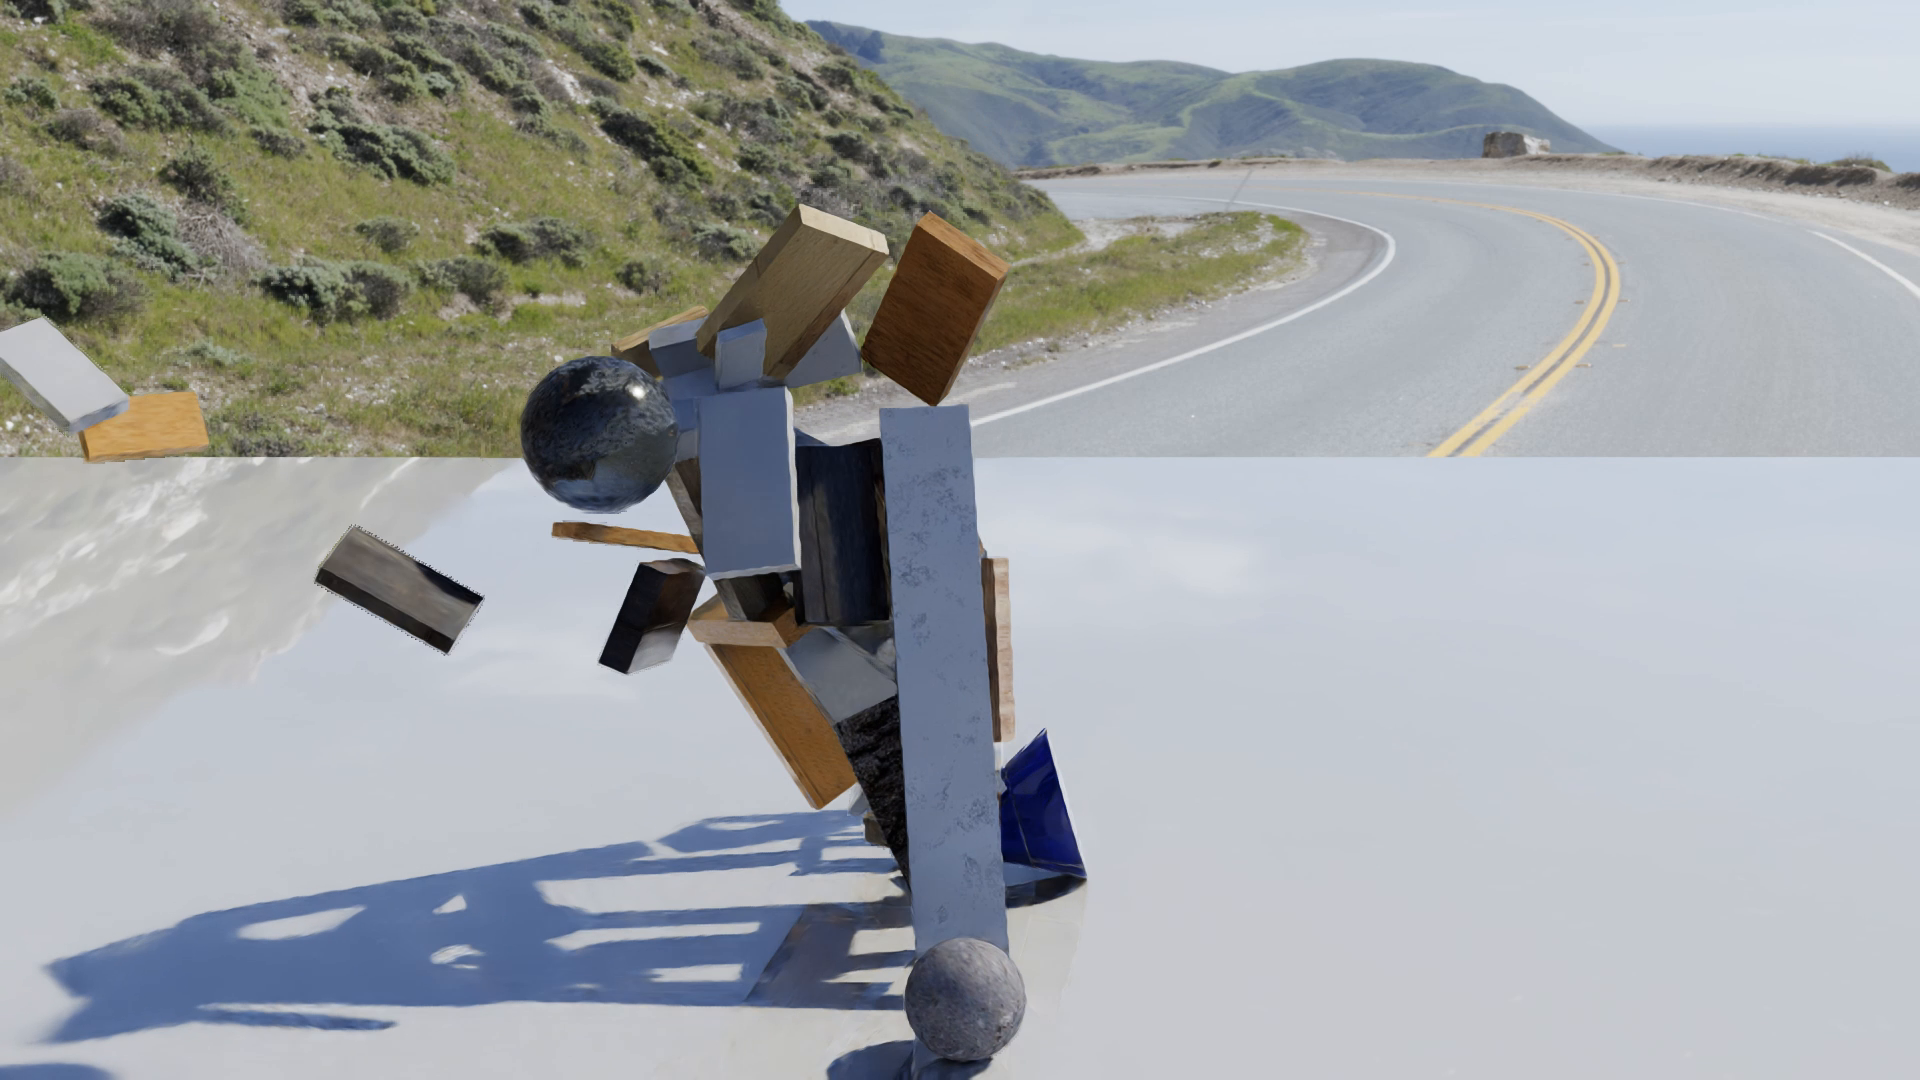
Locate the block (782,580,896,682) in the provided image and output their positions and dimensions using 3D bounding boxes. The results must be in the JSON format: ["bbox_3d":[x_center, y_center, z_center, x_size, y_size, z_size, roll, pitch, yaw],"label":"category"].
[{"bbox_3d":[-0.135,0.105,3.450,0.144,0.041,0.287,-42,48,-17],"label":"block"}]

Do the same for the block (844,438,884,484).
[{"bbox_3d":[-0.159,-0.120,3.476,0.146,0.073,0.021,-11,-37,21],"label":"block"}]

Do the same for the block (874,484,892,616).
[{"bbox_3d":[-0.137,0.017,3.407,0.103,0.206,0.029,-29,-16,4],"label":"block"}]

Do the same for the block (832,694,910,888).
[{"bbox_3d":[-0.065,0.379,3.307,0.144,0.287,0.041,-25,-8,-5],"label":"block"}]

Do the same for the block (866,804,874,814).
[{"bbox_3d":[-0.080,0.480,3.849,0.154,0.077,0.022,32,-5,-3],"label":"block"}]

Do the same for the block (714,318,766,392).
[{"bbox_3d":[-0.337,-0.283,3.372,0.073,0.021,0.146,-20,-21,-17],"label":"block"}]

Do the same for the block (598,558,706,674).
[{"bbox_3d":[-0.497,0.120,3.594,0.048,0.170,0.339,23,3,4],"label":"block"}]

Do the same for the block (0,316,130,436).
[{"bbox_3d":[-1.266,-0.231,3.076,0.193,0.027,0.096,39,43,15],"label":"block"}]

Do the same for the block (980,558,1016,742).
[{"bbox_3d":[0.012,0.174,3.483,0.144,0.287,0.041,-2,0,36],"label":"block"}]

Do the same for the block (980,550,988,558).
[{"bbox_3d":[0.002,0.259,4.137,0.097,0.482,0.027,0,1,0],"label":"block"}]

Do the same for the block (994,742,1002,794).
[{"bbox_3d":[0.003,0.349,3.463,0.125,0.035,0.250,1,8,2],"label":"block"}]

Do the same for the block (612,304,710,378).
[{"bbox_3d":[-0.487,-0.310,3.574,0.182,0.091,0.026,-30,57,-35],"label":"block"}]

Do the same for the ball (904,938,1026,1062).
[{"bbox_3d":[0.007,0.628,3.009,0.167,0.167,0.167,0,11,0],"label":"ball"}]

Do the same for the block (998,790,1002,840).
[{"bbox_3d":[0.001,0.513,3.393,0.125,0.250,0.035,0,5,0],"label":"block"}]

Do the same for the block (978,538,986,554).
[{"bbox_3d":[-0.054,0.057,4.025,0.193,0.027,0.097,-39,30,-30],"label":"block"}]

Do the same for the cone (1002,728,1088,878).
[{"bbox_3d":[0.055,0.483,3.745,0.266,0.266,0.266,-16,10,2],"label":"cone"}]

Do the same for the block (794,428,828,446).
[{"bbox_3d":[-0.280,-0.131,3.458,0.206,0.029,0.103,28,55,22],"label":"block"}]

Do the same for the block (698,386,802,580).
[{"bbox_3d":[-0.313,-0.085,3.263,0.136,0.273,0.039,-7,-15,9],"label":"block"}]

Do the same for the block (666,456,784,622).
[{"bbox_3d":[-0.364,-0.056,3.565,0.048,0.339,0.170,9,40,45],"label":"block"}]

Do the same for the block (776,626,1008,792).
[{"bbox_3d":[-0.112,0.293,3.611,0.174,0.410,0.049,-35,2,-16],"label":"block"}]

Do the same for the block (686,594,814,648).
[{"bbox_3d":[-0.317,0.106,3.702,0.174,0.049,0.347,-39,18,-26],"label":"block"}]

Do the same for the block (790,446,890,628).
[{"bbox_3d":[-0.192,-0.006,3.346,0.136,0.273,0.039,-1,-14,-26],"label":"block"}]

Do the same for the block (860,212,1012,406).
[{"bbox_3d":[-0.044,-0.362,3.494,0.154,0.309,0.044,35,48,5],"label":"block"}]

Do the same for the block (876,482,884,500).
[{"bbox_3d":[-0.103,-0.029,3.456,0.146,0.073,0.021,45,15,28],"label":"block"}]

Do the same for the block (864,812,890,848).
[{"bbox_3d":[-0.117,0.512,3.816,0.107,0.054,0.015,15,37,28],"label":"block"}]

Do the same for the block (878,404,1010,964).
[{"bbox_3d":[-0.025,0.233,3.293,0.136,0.886,0.039,-3,-12,-5],"label":"block"}]

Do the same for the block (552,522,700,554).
[{"bbox_3d":[-0.392,0.018,3.802,0.632,0.026,0.091,8,-4,-33],"label":"block"}]

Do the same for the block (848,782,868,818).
[{"bbox_3d":[-0.162,0.433,3.902,0.022,0.077,0.154,34,11,-5],"label":"block"}]

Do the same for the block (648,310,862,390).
[{"bbox_3d":[-0.326,-0.302,3.529,0.309,0.154,0.044,-13,49,7],"label":"block"}]

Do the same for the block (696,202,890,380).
[{"bbox_3d":[-0.259,-0.376,3.369,0.154,0.044,0.309,16,-44,-33],"label":"block"}]

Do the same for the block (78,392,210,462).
[{"bbox_3d":[-1.324,-0.184,3.556,0.193,0.096,0.027,-9,-16,-39],"label":"block"}]

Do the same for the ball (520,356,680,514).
[{"bbox_3d":[-0.495,-0.145,3.023,0.217,0.217,0.217,0,11,0],"label":"ball"}]

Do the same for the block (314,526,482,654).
[{"bbox_3d":[-0.731,0.064,2.871,0.193,0.027,0.096,30,36,-7],"label":"block"}]

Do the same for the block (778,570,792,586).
[{"bbox_3d":[-0.281,-0.049,3.562,0.103,0.247,0.029,-36,29,-28],"label":"block"}]

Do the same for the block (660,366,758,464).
[{"bbox_3d":[-0.476,-0.179,3.434,0.339,0.048,0.170,-17,36,-5],"label":"block"}]

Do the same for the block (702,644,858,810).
[{"bbox_3d":[-0.278,0.278,3.845,0.174,0.347,0.049,-36,8,-19],"label":"block"}]
